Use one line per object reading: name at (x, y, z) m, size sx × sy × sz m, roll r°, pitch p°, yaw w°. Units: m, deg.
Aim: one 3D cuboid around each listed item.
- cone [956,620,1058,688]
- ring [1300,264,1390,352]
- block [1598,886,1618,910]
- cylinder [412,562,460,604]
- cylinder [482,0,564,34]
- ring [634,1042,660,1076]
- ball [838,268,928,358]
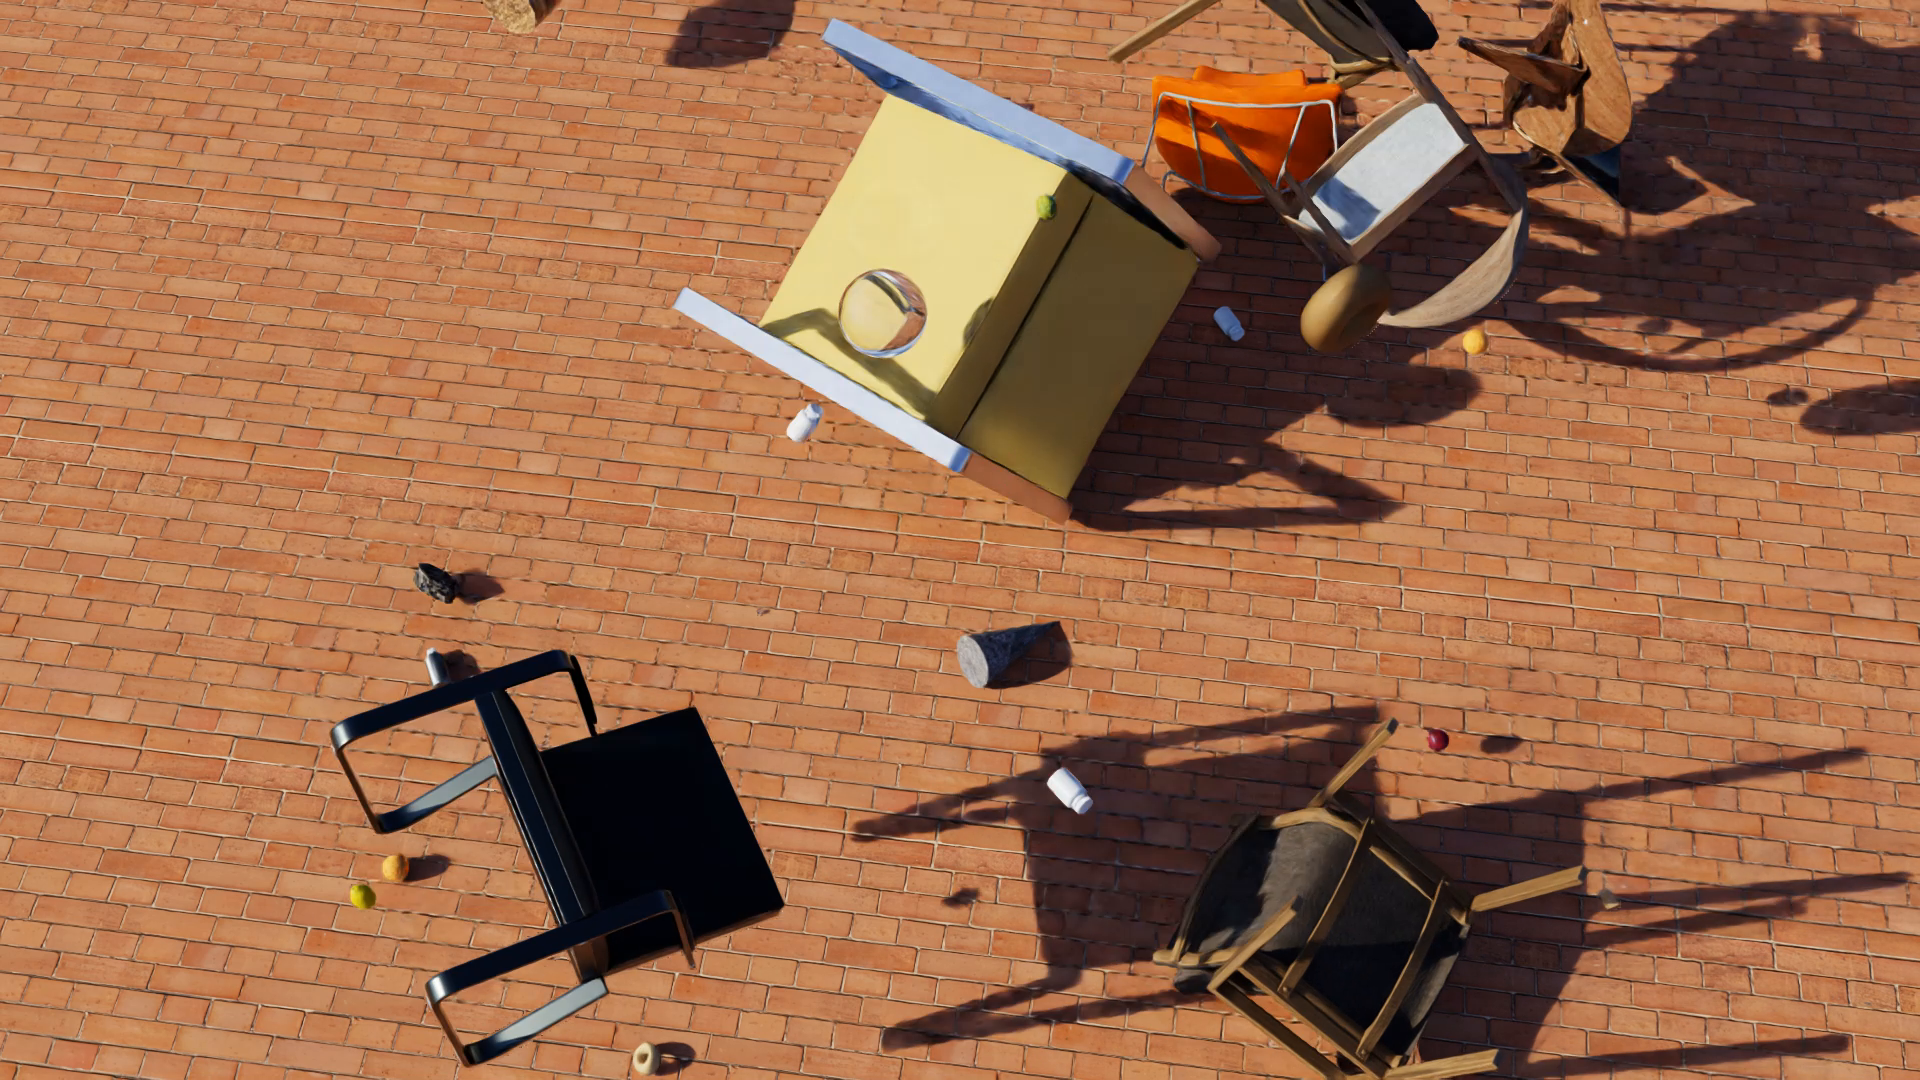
cone at (0.163, 0.290, 6.333) m, size 0.326 × 0.161 × 0.146 m, roll -24°, pitch 32°, yaw -31°
ring at (1.004, -0.604, 5.726) m, size 0.264 × 0.320 × 0.115 m, roll -41°, pitch 73°, yaw 5°
block at (1.698, 0.938, 5.762) m, size 0.035 × 0.040 × 0.033 m, roll -27°, pitch 15°, yaw 9°
cylinder at (-1.531, 0.125, 6.426) m, size 0.139 × 0.052 × 0.076 m, roll 33°, pitch 22°, yaw 10°
cylinder at (-1.450, -1.861, 7.397) m, size 0.224 × 0.197 × 0.249 m, roll 45°, pitch 52°, yaw -16°
ring at (-0.805, 1.332, 5.645) m, size 0.069 × 0.039 × 0.090 m, roll -28°, pitch 45°, yaw 16°
ball at (-0.208, -0.611, 5.926) m, size 0.243 × 0.243 × 0.243 m, roll 0°, pitch 56°, yaw 0°
